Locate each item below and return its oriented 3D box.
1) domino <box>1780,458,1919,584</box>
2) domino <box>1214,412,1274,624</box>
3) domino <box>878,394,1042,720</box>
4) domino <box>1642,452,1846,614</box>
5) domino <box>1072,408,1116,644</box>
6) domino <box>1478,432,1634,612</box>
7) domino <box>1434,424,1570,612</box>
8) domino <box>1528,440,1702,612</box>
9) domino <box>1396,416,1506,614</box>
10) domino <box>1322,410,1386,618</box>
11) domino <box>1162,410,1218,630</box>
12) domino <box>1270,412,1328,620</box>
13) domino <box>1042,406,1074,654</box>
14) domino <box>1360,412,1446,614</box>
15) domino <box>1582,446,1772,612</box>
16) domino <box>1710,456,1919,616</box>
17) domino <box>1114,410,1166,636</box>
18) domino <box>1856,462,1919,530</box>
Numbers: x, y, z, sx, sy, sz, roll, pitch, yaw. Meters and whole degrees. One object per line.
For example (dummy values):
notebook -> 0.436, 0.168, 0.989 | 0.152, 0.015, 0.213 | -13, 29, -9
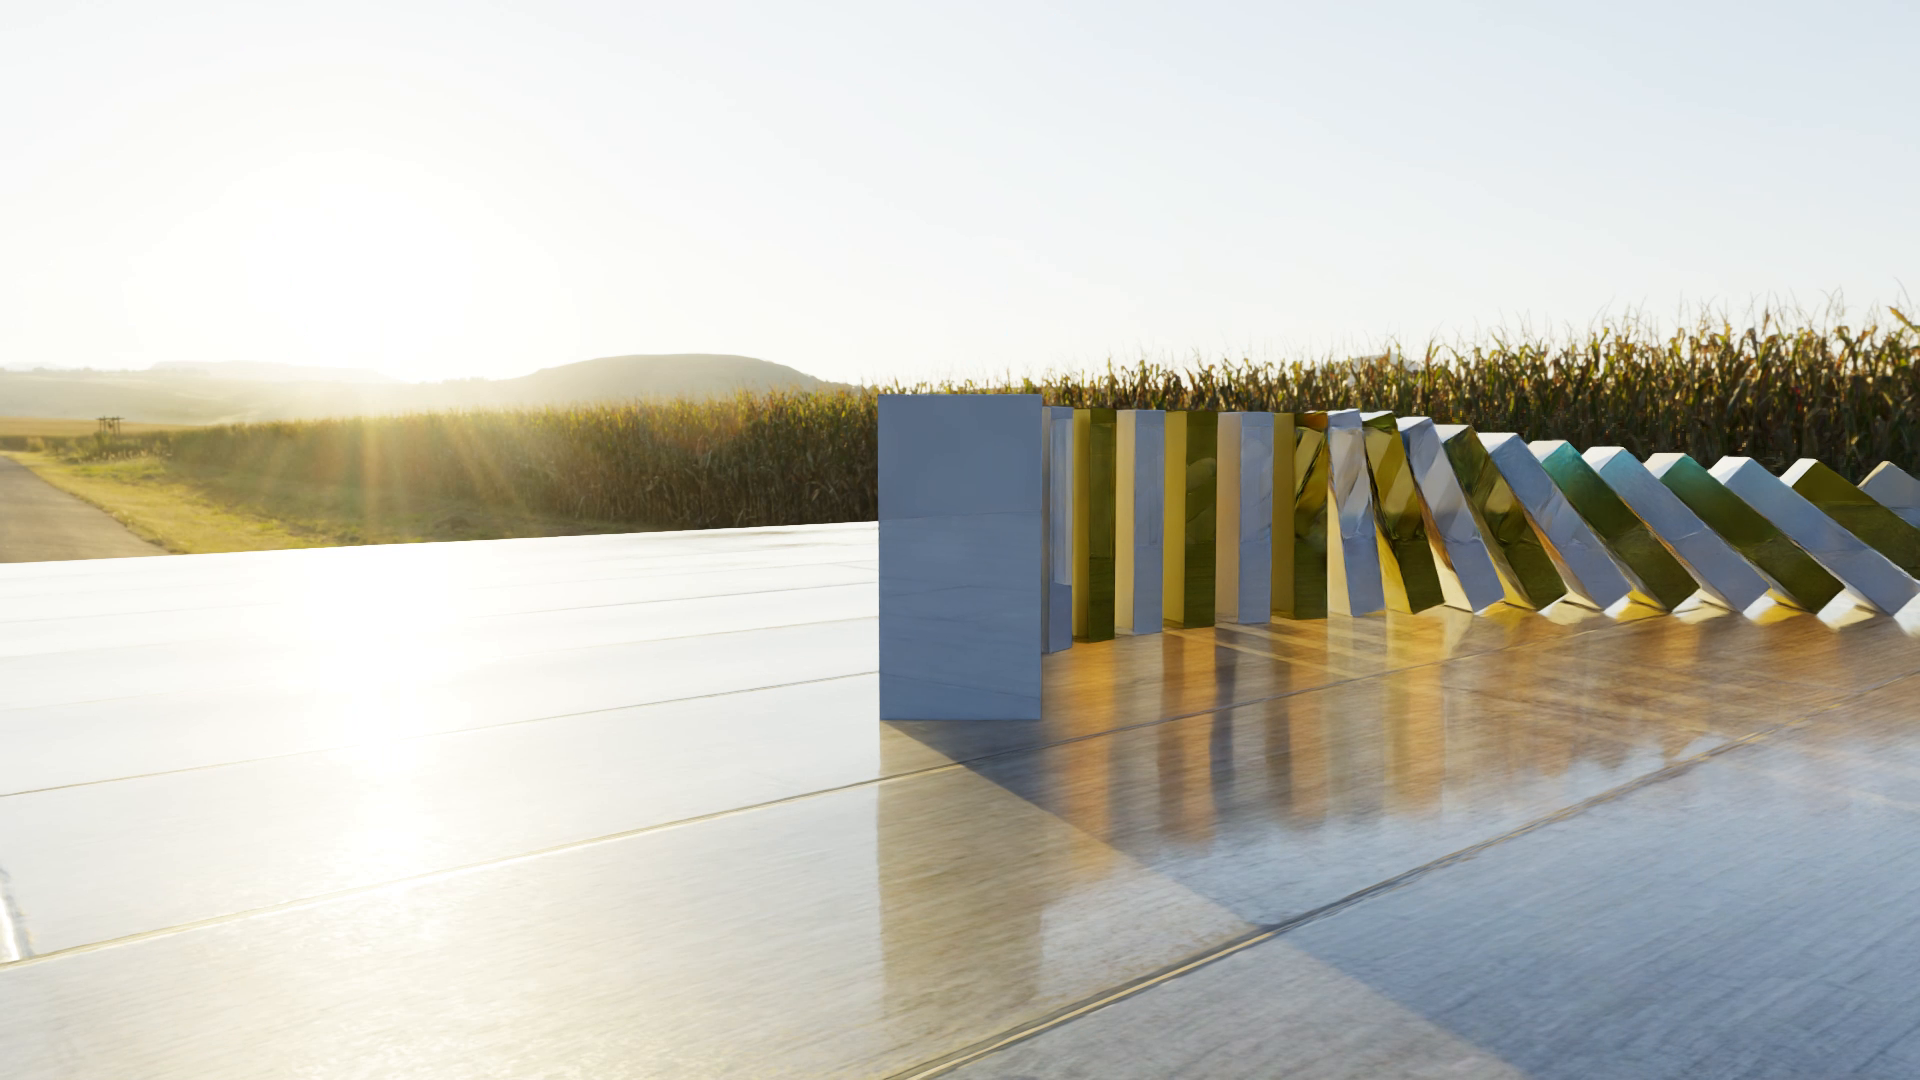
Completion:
domino -> 0.235, -0.001, 0.327 | 0.050, 0.010, 0.025 | 42, 19, 16
domino -> 0.064, -0.006, 0.314 | 0.010, 0.050, 0.025 | -2, 5, -26
domino -> 0.000, 0.002, 0.201 | 0.025, 0.050, 0.009 | 0, 4, 0
domino -> 0.201, -0.003, 0.334 | 0.050, 0.009, 0.025 | 43, 12, 7
domino -> 0.021, -0.004, 0.283 | 0.025, 0.050, 0.010 | 4, 6, 42
domino -> 0.152, -0.005, 0.336 | 0.009, 0.050, 0.025 | -38, 3, 3
domino -> 0.136, -0.006, 0.335 | 0.009, 0.050, 0.025 | -32, 5, 0
domino -> 0.168, -0.004, 0.337 | 0.009, 0.050, 0.025 | -42, -1, 7
domino -> 0.121, -0.007, 0.332 | 0.009, 0.050, 0.025 | -26, 7, -4
domino -> 0.094, -0.007, 0.326 | 0.009, 0.050, 0.025 | -11, 7, -13
domino -> 0.049, -0.005, 0.305 | 0.009, 0.050, 0.025 | -3, 5, -31
domino -> 0.080, -0.007, 0.321 | 0.010, 0.050, 0.025 | -3, 5, -19
domino -> 0.010, -0.003, 0.269 | 0.025, 0.050, 0.009 | 3, 5, 33
domino -> 0.107, -0.007, 0.329 | 0.009, 0.050, 0.025 | -19, 7, -8
domino -> 0.184, -0.003, 0.336 | 0.050, 0.010, 0.025 | 45, 10, 4
domino -> 0.218, -0.002, 0.331 | 0.050, 0.010, 0.025 | 42, 15, 11
domino -> 0.034, -0.005, 0.295 | 0.009, 0.050, 0.025 | -3, 6, -39
domino -> 0.252, -0.001, 0.322 | 0.050, 0.009, 0.025 | 44, 25, 23
